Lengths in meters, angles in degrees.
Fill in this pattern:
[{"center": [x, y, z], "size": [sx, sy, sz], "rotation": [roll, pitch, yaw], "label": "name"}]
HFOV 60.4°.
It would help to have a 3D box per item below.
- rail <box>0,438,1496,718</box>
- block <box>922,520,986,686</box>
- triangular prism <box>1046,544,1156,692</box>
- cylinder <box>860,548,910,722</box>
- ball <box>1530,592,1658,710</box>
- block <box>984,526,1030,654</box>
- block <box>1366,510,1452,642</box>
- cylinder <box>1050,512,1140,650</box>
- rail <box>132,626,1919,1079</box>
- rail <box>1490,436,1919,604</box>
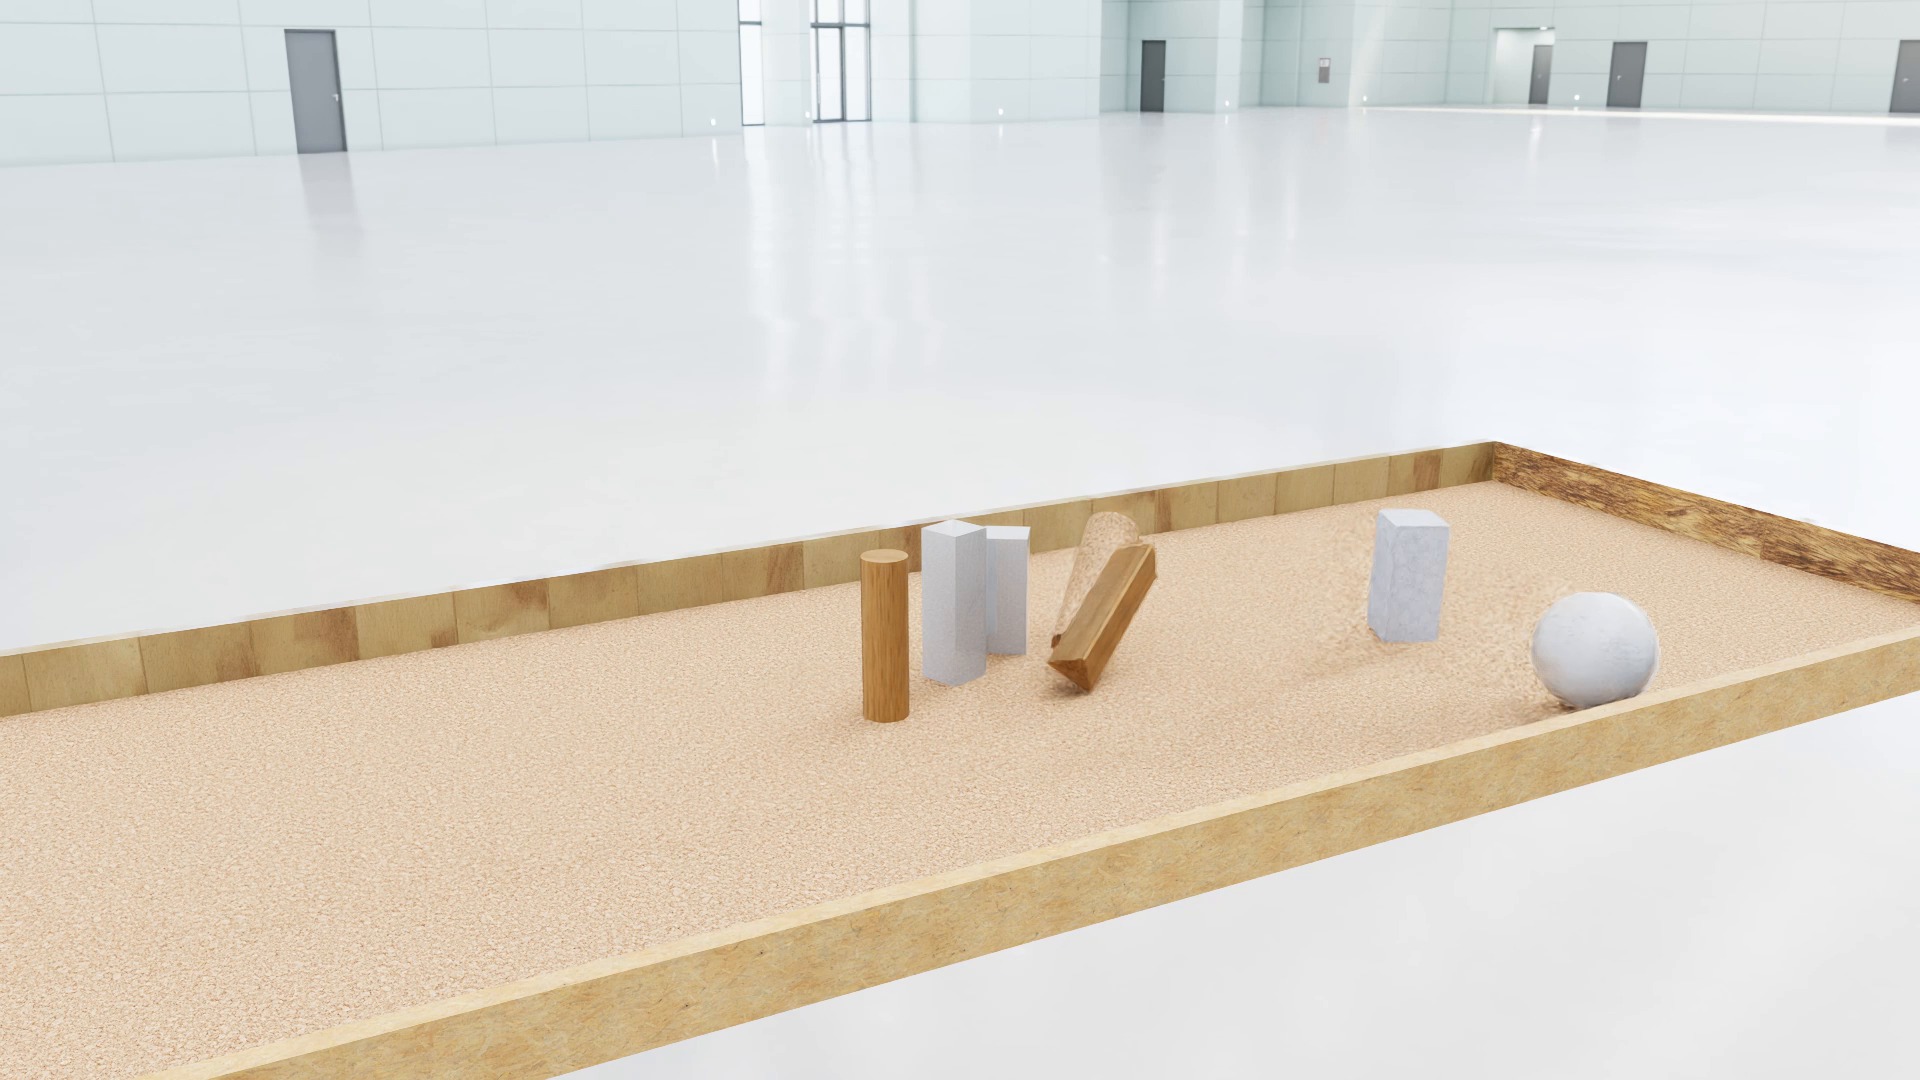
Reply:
[{"center": [-3.305, 0.497, 3.399], "size": [12.000, 0.150, 0.050], "rotation": [-9, 18, -27], "label": "rail"}, {"center": [-0.014, 0.157, 4.130], "size": [0.114, 0.390, 0.114], "rotation": [15, 22, 41], "label": "block"}, {"center": [0.378, 0.174, 4.130], "size": [0.125, 0.108, 0.408], "rotation": [34, 55, 0], "label": "triangular prism"}, {"center": [-0.176, 0.226, 3.886], "size": [0.111, 0.395, 0.111], "rotation": [0, 16, 0], "label": "cylinder"}, {"center": [1.497, 0.262, 3.897], "size": [0.282, 0.282, 0.282], "rotation": [0, 16, 0], "label": "ball"}, {"center": [0.120, 0.132, 4.347], "size": [0.119, 0.315, 0.119], "rotation": [2, 16, 6], "label": "block"}, {"center": [1.206, 0.096, 4.442], "size": [0.148, 0.323, 0.148], "rotation": [0, 17, -5], "label": "block"}, {"center": [0.356, 0.124, 4.315], "size": [0.144, 0.144, 0.402], "rotation": [6, 52, 19], "label": "cylinder"}, {"center": [-2.336, 1.006, 1.665], "size": [12.000, 0.150, 0.050], "rotation": [-9, 18, -27], "label": "rail"}, {"center": [2.466, -0.048, 5.253], "size": [0.050, 0.150, 2.100], "rotation": [-9, 18, -27], "label": "rail"}]
